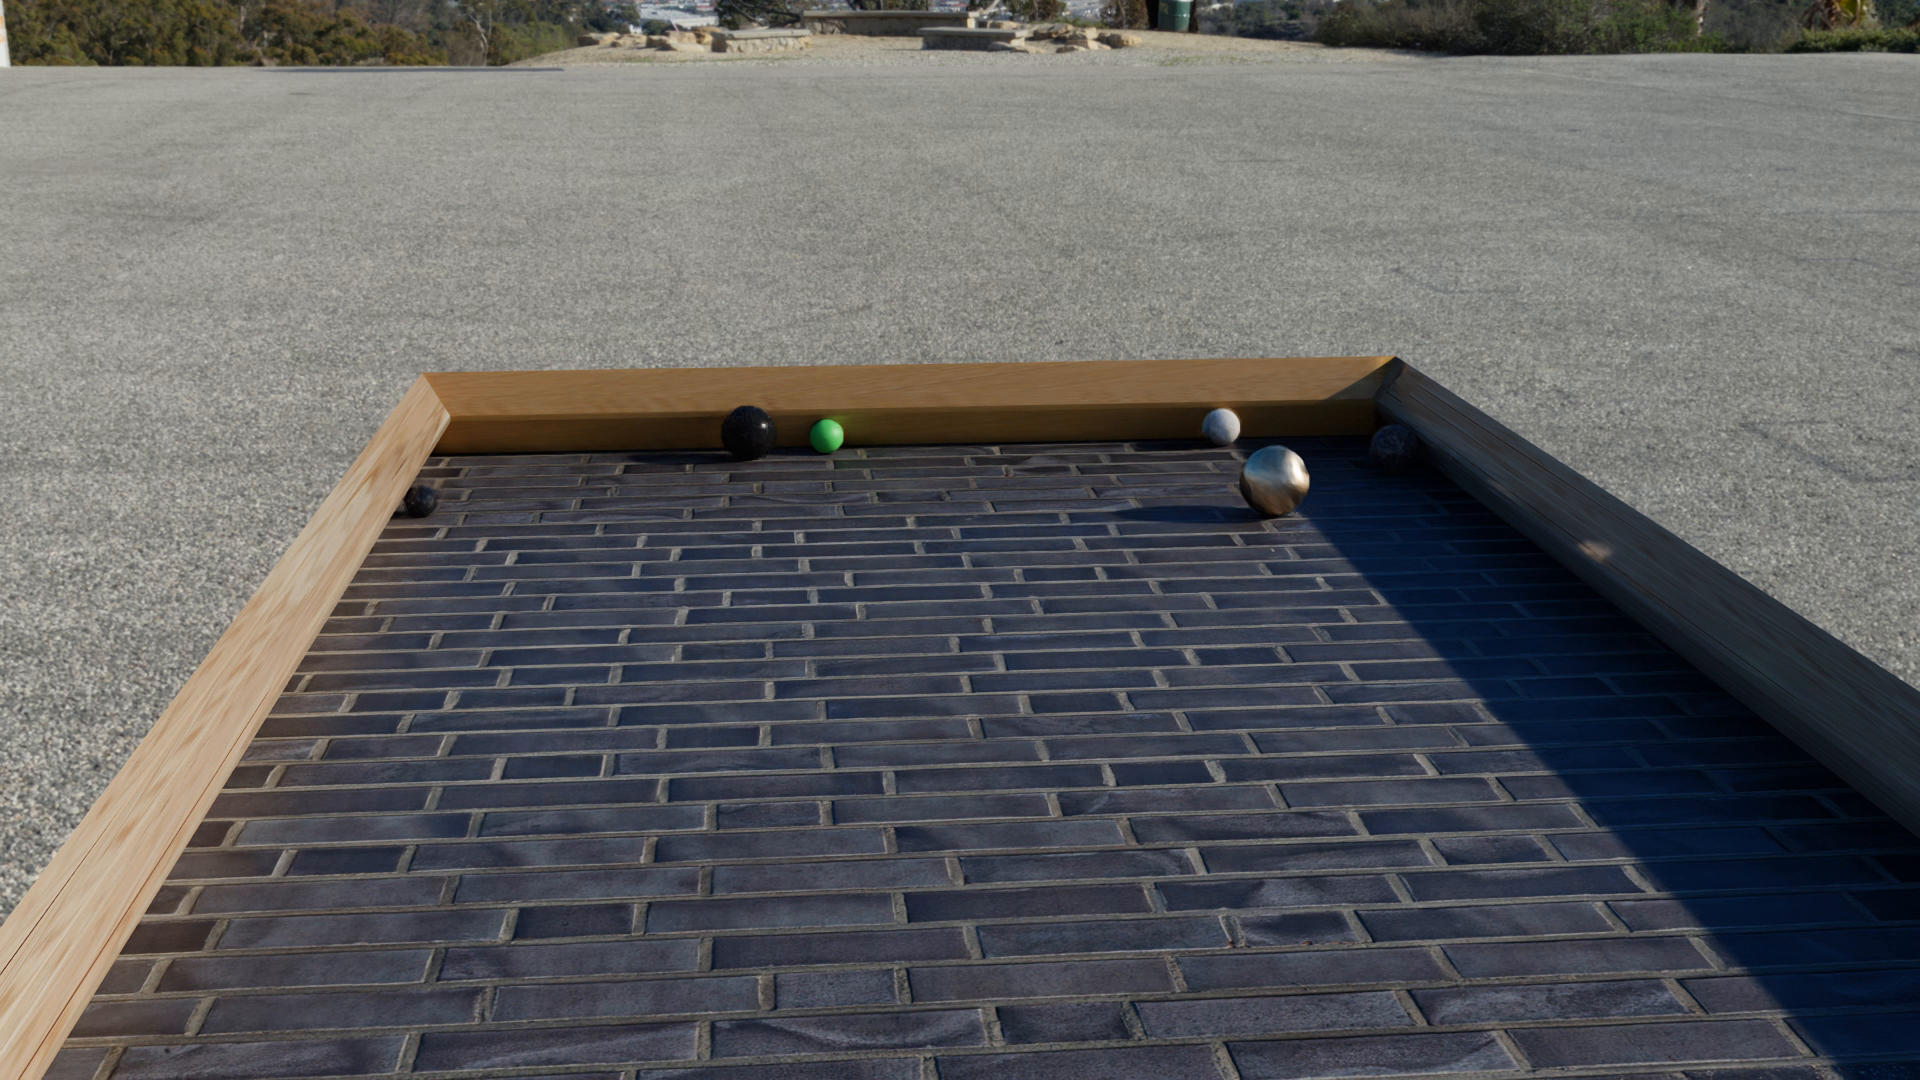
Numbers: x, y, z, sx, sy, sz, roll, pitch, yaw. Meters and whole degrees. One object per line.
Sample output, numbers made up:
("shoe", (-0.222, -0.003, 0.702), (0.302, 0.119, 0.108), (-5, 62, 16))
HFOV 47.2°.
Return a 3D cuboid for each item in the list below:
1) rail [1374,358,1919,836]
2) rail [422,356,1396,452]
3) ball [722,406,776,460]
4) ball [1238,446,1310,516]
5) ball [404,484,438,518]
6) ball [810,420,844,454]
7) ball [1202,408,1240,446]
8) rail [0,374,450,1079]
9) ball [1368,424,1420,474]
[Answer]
("rail", (0.777, 0.134, 2.089), (0.045, 0.121, 2.746), (-1, 15, -5))
("rail", (-0.061, -0.201, 3.322), (1.480, 0.121, 0.045), (-1, 15, -5))
("ball", (-0.313, -0.159, 3.248), (0.080, 0.080, 0.080), (0, 15, 0))
("ball", (0.418, -0.078, 2.928), (0.093, 0.093, 0.093), (0, 15, 0))
("ball", (-0.717, -0.052, 2.927), (0.044, 0.044, 0.044), (0, 15, 0))
("ball", (-0.199, -0.155, 3.290), (0.051, 0.051, 0.051), (0, 15, 0))
("ball", (0.396, -0.171, 3.335), (0.058, 0.058, 0.058), (0, 15, 0))
("rail", (-0.650, 0.169, 1.961), (0.045, 0.121, 2.746), (-1, 15, -5))
("ball", (0.624, -0.130, 3.157), (0.072, 0.072, 0.072), (0, 15, 0))
